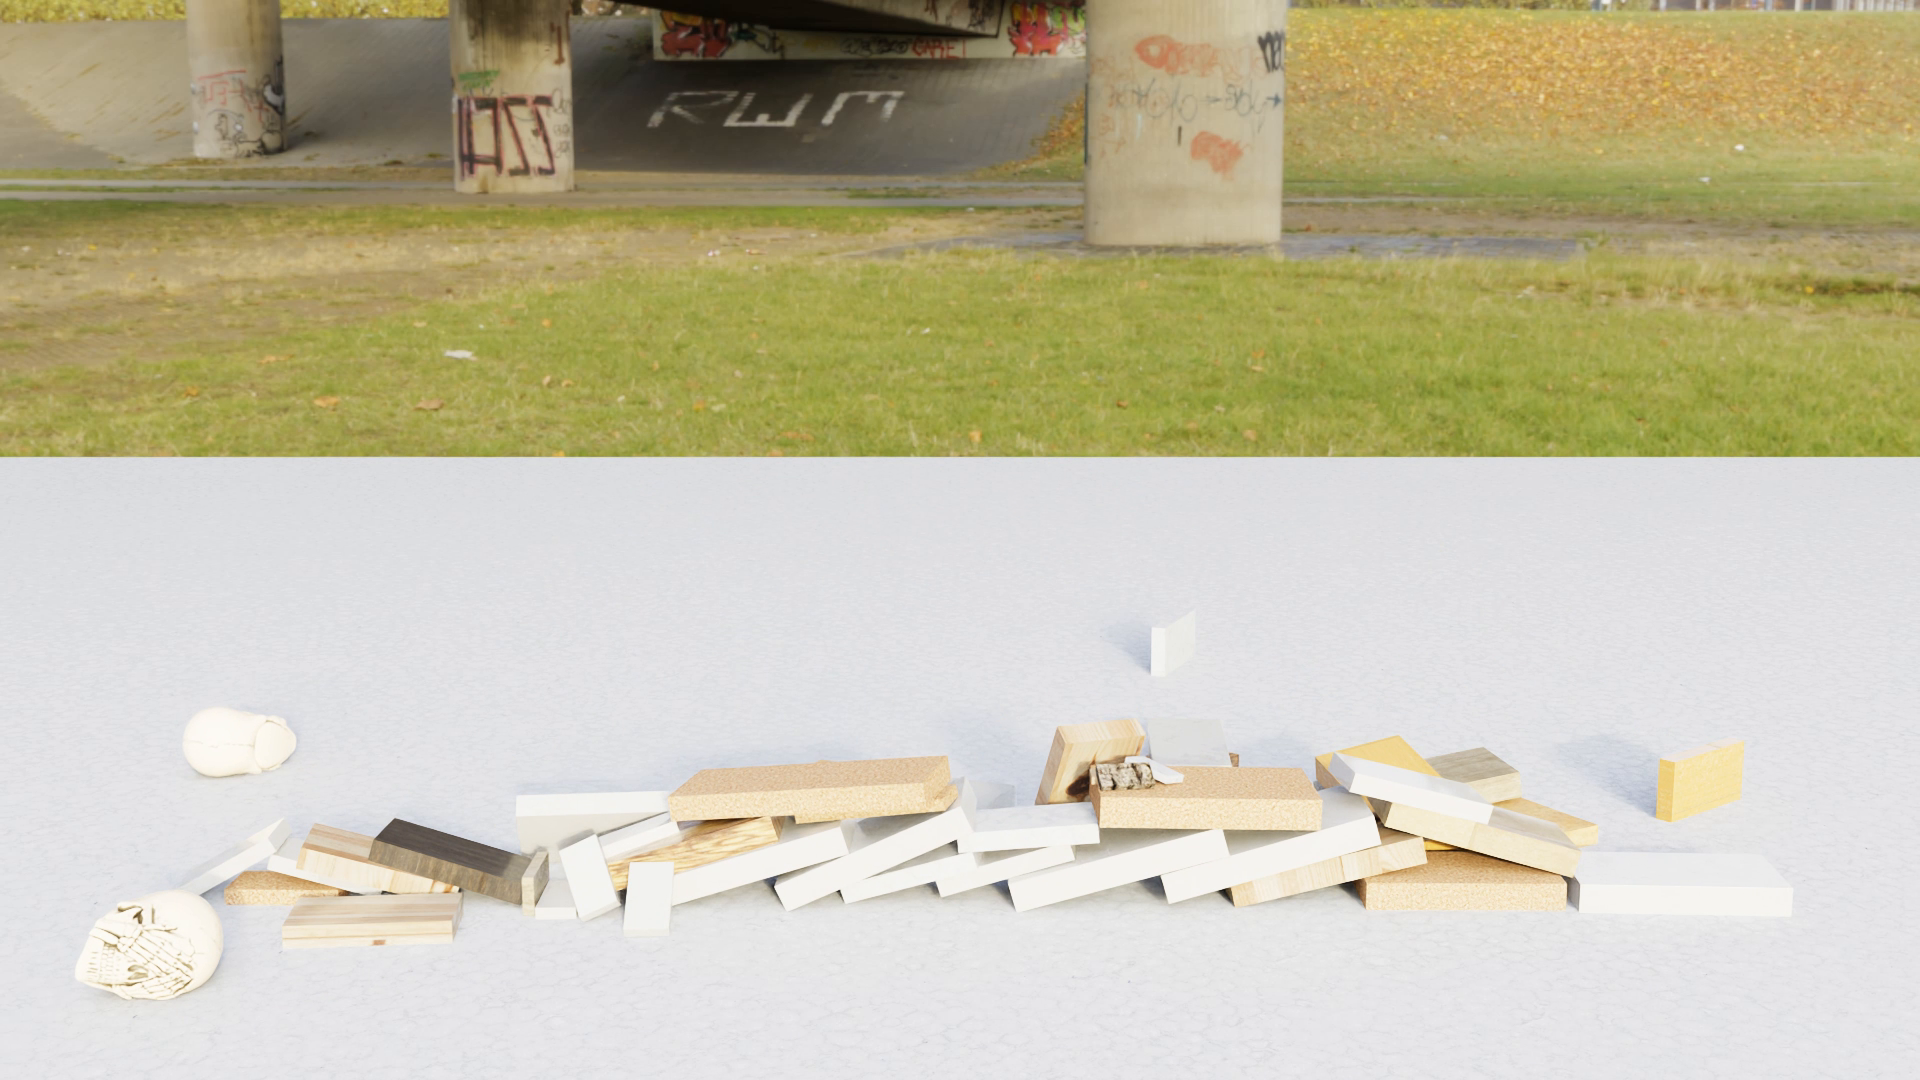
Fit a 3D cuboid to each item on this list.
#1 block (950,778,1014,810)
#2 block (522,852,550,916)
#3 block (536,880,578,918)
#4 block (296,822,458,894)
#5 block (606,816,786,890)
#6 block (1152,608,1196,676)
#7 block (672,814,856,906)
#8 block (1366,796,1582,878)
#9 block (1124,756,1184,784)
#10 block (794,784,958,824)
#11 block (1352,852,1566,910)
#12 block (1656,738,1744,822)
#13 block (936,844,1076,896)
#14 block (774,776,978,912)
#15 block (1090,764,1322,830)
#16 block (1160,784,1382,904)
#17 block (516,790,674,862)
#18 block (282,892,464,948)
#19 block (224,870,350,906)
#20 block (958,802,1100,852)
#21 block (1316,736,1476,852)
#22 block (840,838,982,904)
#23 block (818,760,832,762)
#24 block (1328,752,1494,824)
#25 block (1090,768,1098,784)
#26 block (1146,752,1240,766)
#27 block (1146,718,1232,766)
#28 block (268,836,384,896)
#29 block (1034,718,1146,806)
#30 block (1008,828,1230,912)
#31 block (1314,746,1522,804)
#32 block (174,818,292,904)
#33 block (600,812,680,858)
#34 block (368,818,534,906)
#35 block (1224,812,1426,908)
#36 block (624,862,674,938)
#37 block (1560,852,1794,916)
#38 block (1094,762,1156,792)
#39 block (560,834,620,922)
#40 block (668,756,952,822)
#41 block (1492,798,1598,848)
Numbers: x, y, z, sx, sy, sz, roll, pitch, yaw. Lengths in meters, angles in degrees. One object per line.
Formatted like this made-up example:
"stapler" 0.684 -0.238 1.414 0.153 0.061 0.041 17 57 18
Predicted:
"block" -0.022 0.501 4.032 0.148 0.042 0.295 4 11 22
"block" -0.698 0.566 3.621 0.019 0.066 0.131 0 11 0
"block" -0.654 0.591 3.614 0.066 0.019 0.131 0 11 -1
"block" -0.956 0.538 3.644 0.259 0.037 0.130 16 9 -9
"block" -0.461 0.504 3.665 0.335 0.047 0.167 -17 10 3
"block" 0.508 0.242 5.227 0.033 0.115 0.230 5 11 23
"block" -0.344 0.519 3.652 0.335 0.047 0.167 -17 10 4
"block" 0.858 0.477 3.687 0.325 0.046 0.162 16 9 -3
"block" 0.319 0.378 3.618 0.090 0.013 0.045 22 14 40
"block" -0.138 0.433 3.606 0.262 0.020 0.071 -7 11 20
"block" 0.827 0.567 3.665 0.325 0.046 0.162 0 11 1
"block" 1.388 0.448 4.118 0.230 0.115 0.033 -8 13 -39
"block" 0.077 0.527 3.651 0.230 0.033 0.115 -17 10 7
"block" -0.136 0.501 3.640 0.335 0.047 0.167 -24 9 7
"block" 0.400 0.422 3.616 0.357 0.051 0.179 1 11 -2
"block" 0.503 0.501 3.654 0.357 0.051 0.179 -16 11 2
"block" -0.609 0.495 3.794 0.295 0.148 0.042 -1 50 -6
"block" -0.930 0.604 3.493 0.259 0.037 0.130 -1 11 -5
"block" -1.113 0.579 3.657 0.187 0.027 0.094 0 11 1
"block" 0.114 0.472 3.619 0.230 0.033 0.115 -5 11 5
"block" 0.786 0.466 3.932 0.170 0.048 0.339 -13 26 -13
"block" -0.079 0.541 3.654 0.229 0.033 0.115 -16 10 9
"block" -0.292 0.483 3.912 0.035 0.122 0.245 5 12 26
"block" 0.745 0.411 3.642 0.247 0.033 0.115 14 9 -11
"block" 0.259 0.389 3.604 0.090 0.013 0.045 1 11 -2
"block" 0.409 0.458 4.264 0.147 0.042 0.294 7 13 33
"block" 0.444 0.412 4.286 0.147 0.042 0.331 1 11 3
"block" -1.045 0.543 3.656 0.187 0.027 0.094 16 10 -7
"block" 0.210 0.432 3.767 0.147 0.294 0.042 -4 41 -21
"block" 0.259 0.518 3.649 0.357 0.051 0.179 -16 10 4
"block" 0.847 0.462 4.083 0.339 0.048 0.170 -10 12 -7
"block" -1.205 0.532 3.648 0.187 0.027 0.094 -29 12 7
"block" -0.541 0.493 3.665 0.142 0.020 0.071 -19 10 -9
"block" -0.837 0.534 3.656 0.259 0.037 0.130 17 8 -2
"block" 0.598 0.530 3.683 0.325 0.046 0.162 -13 11 -2
"block" -0.497 0.575 3.521 0.071 0.020 0.142 -1 38 -3
"block" 1.182 0.569 3.649 0.339 0.048 0.170 1 11 3
"block" 0.268 0.384 3.569 0.090 0.013 0.045 -1 45 -12
"block" -0.601 0.548 3.568 0.066 0.019 0.131 -25 54 -2
"block" -0.247 0.408 3.617 0.441 0.042 0.148 -5 10 17
"block" 1.024 0.511 3.997 0.122 0.035 0.245 -6 12 -30
